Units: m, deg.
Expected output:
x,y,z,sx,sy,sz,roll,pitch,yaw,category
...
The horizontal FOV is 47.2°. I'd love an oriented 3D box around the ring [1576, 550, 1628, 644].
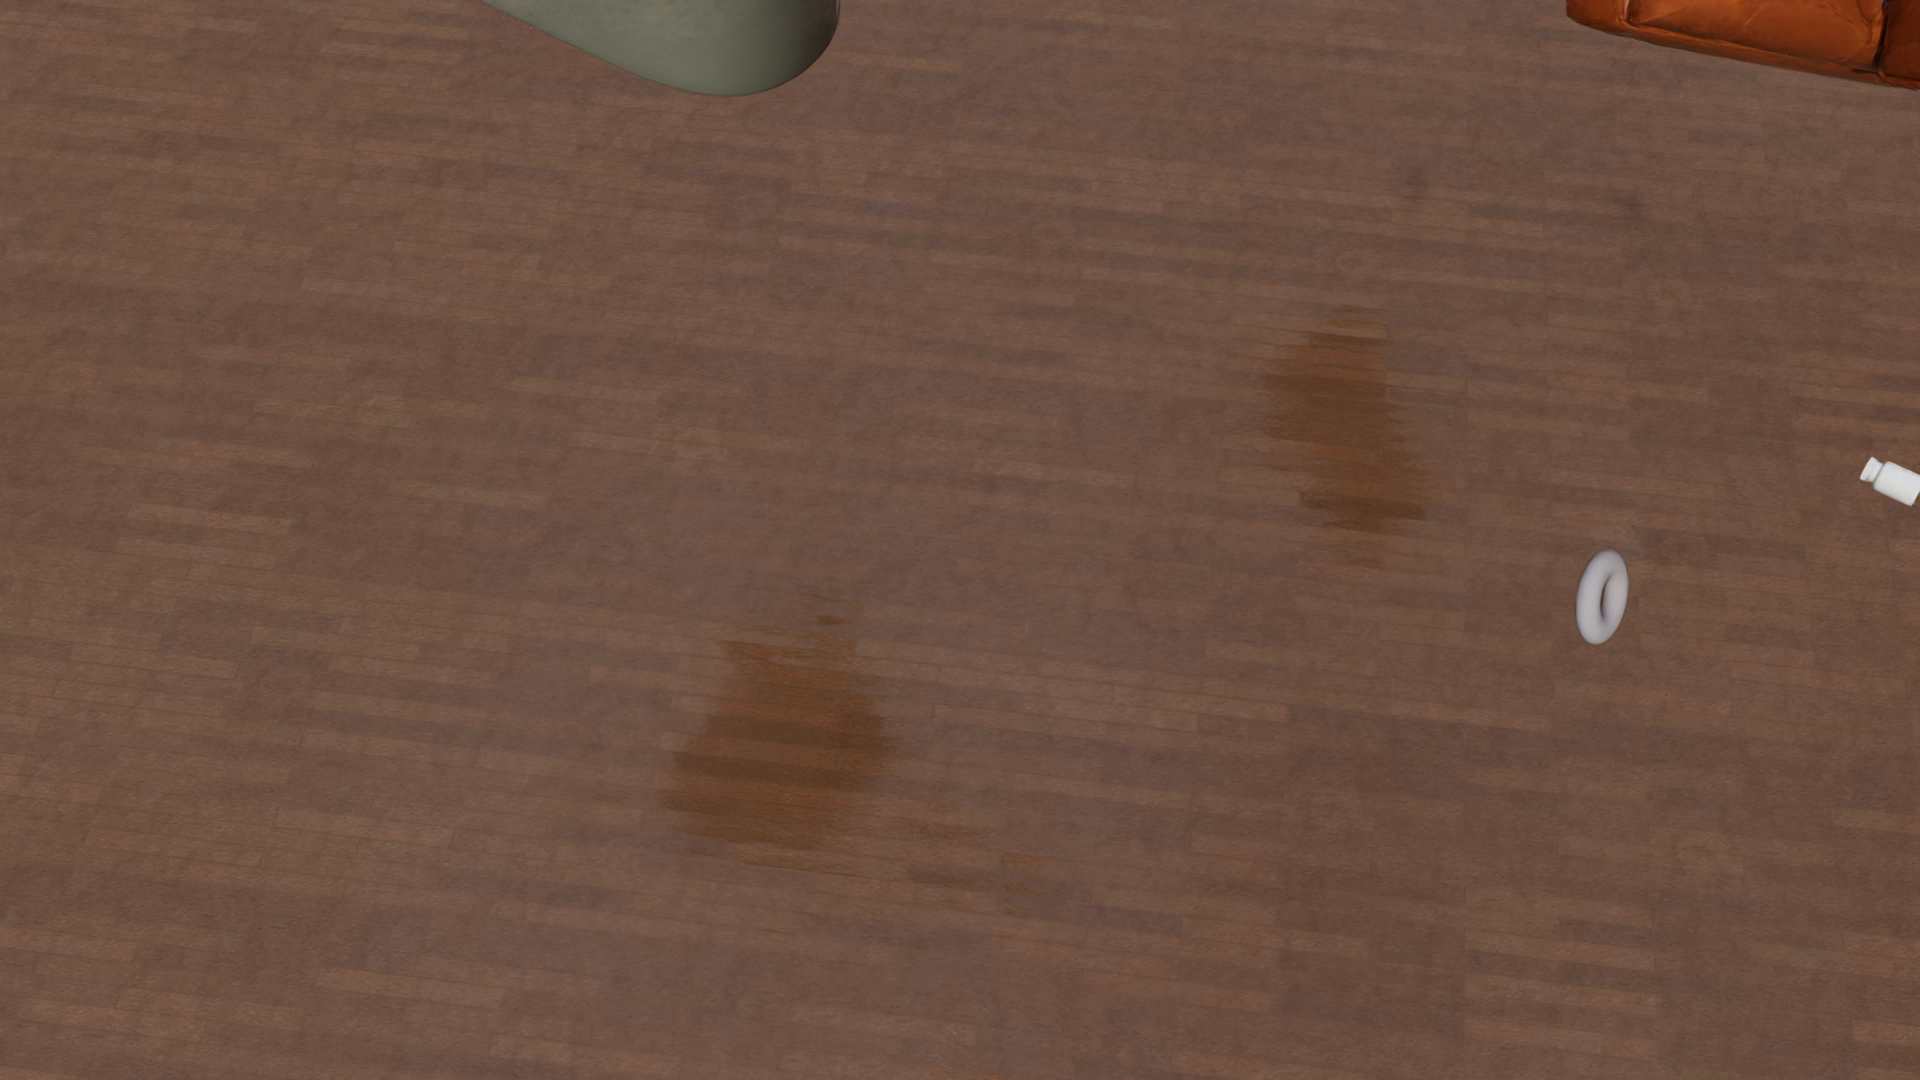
x,y,z,sx,sy,sz,roll,pitch,yaw,category
0.985,0.087,3.375,0.036,0.116,0.150,8,80,46,ring
